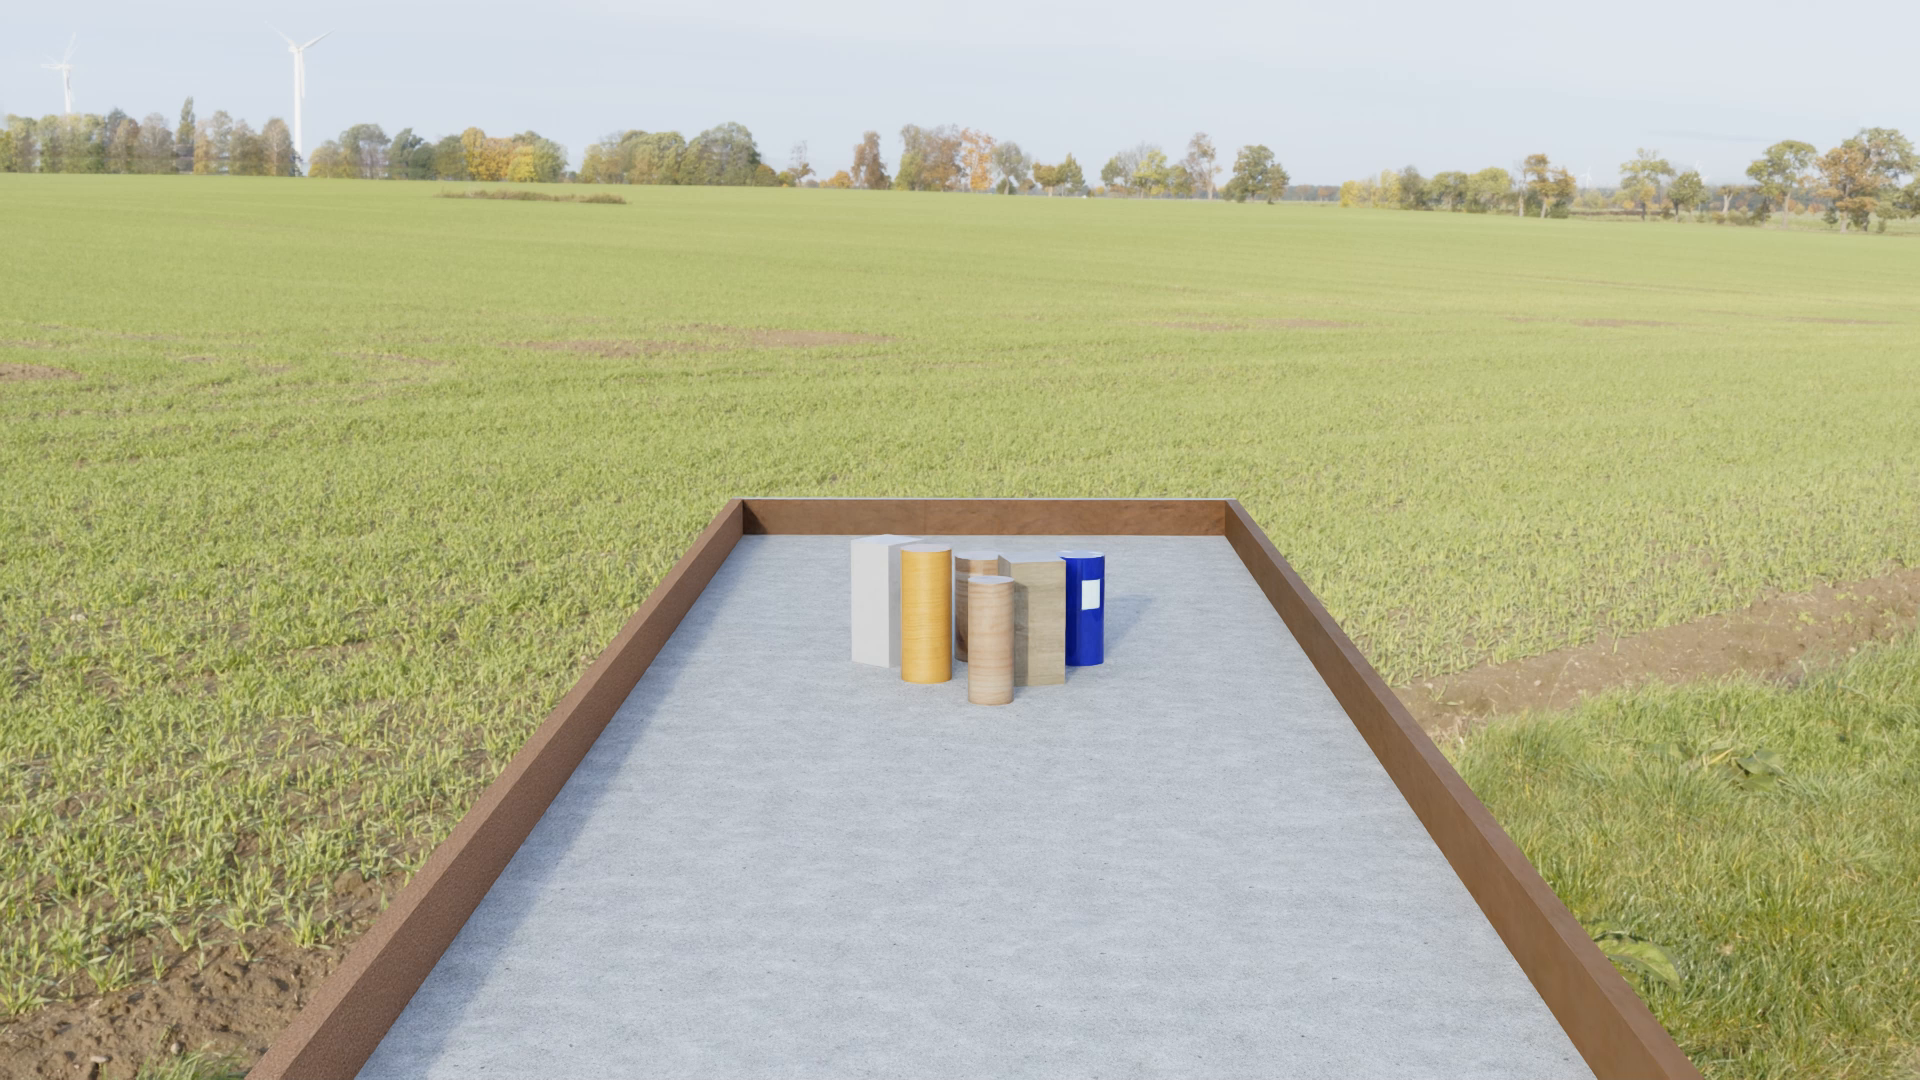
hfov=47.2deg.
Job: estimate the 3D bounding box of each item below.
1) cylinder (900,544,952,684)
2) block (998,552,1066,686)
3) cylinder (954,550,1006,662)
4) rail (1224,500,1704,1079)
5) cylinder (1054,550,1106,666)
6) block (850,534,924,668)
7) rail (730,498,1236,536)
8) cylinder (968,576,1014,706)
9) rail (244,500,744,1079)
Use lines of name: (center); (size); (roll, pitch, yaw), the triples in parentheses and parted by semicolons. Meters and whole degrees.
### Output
cylinder: (-0.098, 0.215, 6.420); (0.149, 0.387, 0.149); (0, 9, 0)
block: (0.207, 0.229, 6.405); (0.162, 0.362, 0.162); (-2, 9, -13)
cylinder: (0.069, 0.204, 6.710); (0.171, 0.318, 0.171); (0, 9, 0)
rail: (1.046, 0.843, 3.208); (0.050, 0.150, 12.000); (0, 9, 1)
cylinder: (0.359, 0.205, 6.665); (0.158, 0.329, 0.158); (0, 9, 0)
block: (-0.218, 0.183, 6.664); (0.157, 0.373, 0.157); (8, 12, 42)
rail: (0.099, -0.098, 9.147); (2.100, 0.150, 0.050); (0, 9, 1)
cylinder: (0.086, 0.280, 6.142); (0.129, 0.345, 0.129); (0, 9, 0)
rail: (-1.004, 0.839, 3.234); (0.050, 0.150, 12.000); (0, 9, 1)
